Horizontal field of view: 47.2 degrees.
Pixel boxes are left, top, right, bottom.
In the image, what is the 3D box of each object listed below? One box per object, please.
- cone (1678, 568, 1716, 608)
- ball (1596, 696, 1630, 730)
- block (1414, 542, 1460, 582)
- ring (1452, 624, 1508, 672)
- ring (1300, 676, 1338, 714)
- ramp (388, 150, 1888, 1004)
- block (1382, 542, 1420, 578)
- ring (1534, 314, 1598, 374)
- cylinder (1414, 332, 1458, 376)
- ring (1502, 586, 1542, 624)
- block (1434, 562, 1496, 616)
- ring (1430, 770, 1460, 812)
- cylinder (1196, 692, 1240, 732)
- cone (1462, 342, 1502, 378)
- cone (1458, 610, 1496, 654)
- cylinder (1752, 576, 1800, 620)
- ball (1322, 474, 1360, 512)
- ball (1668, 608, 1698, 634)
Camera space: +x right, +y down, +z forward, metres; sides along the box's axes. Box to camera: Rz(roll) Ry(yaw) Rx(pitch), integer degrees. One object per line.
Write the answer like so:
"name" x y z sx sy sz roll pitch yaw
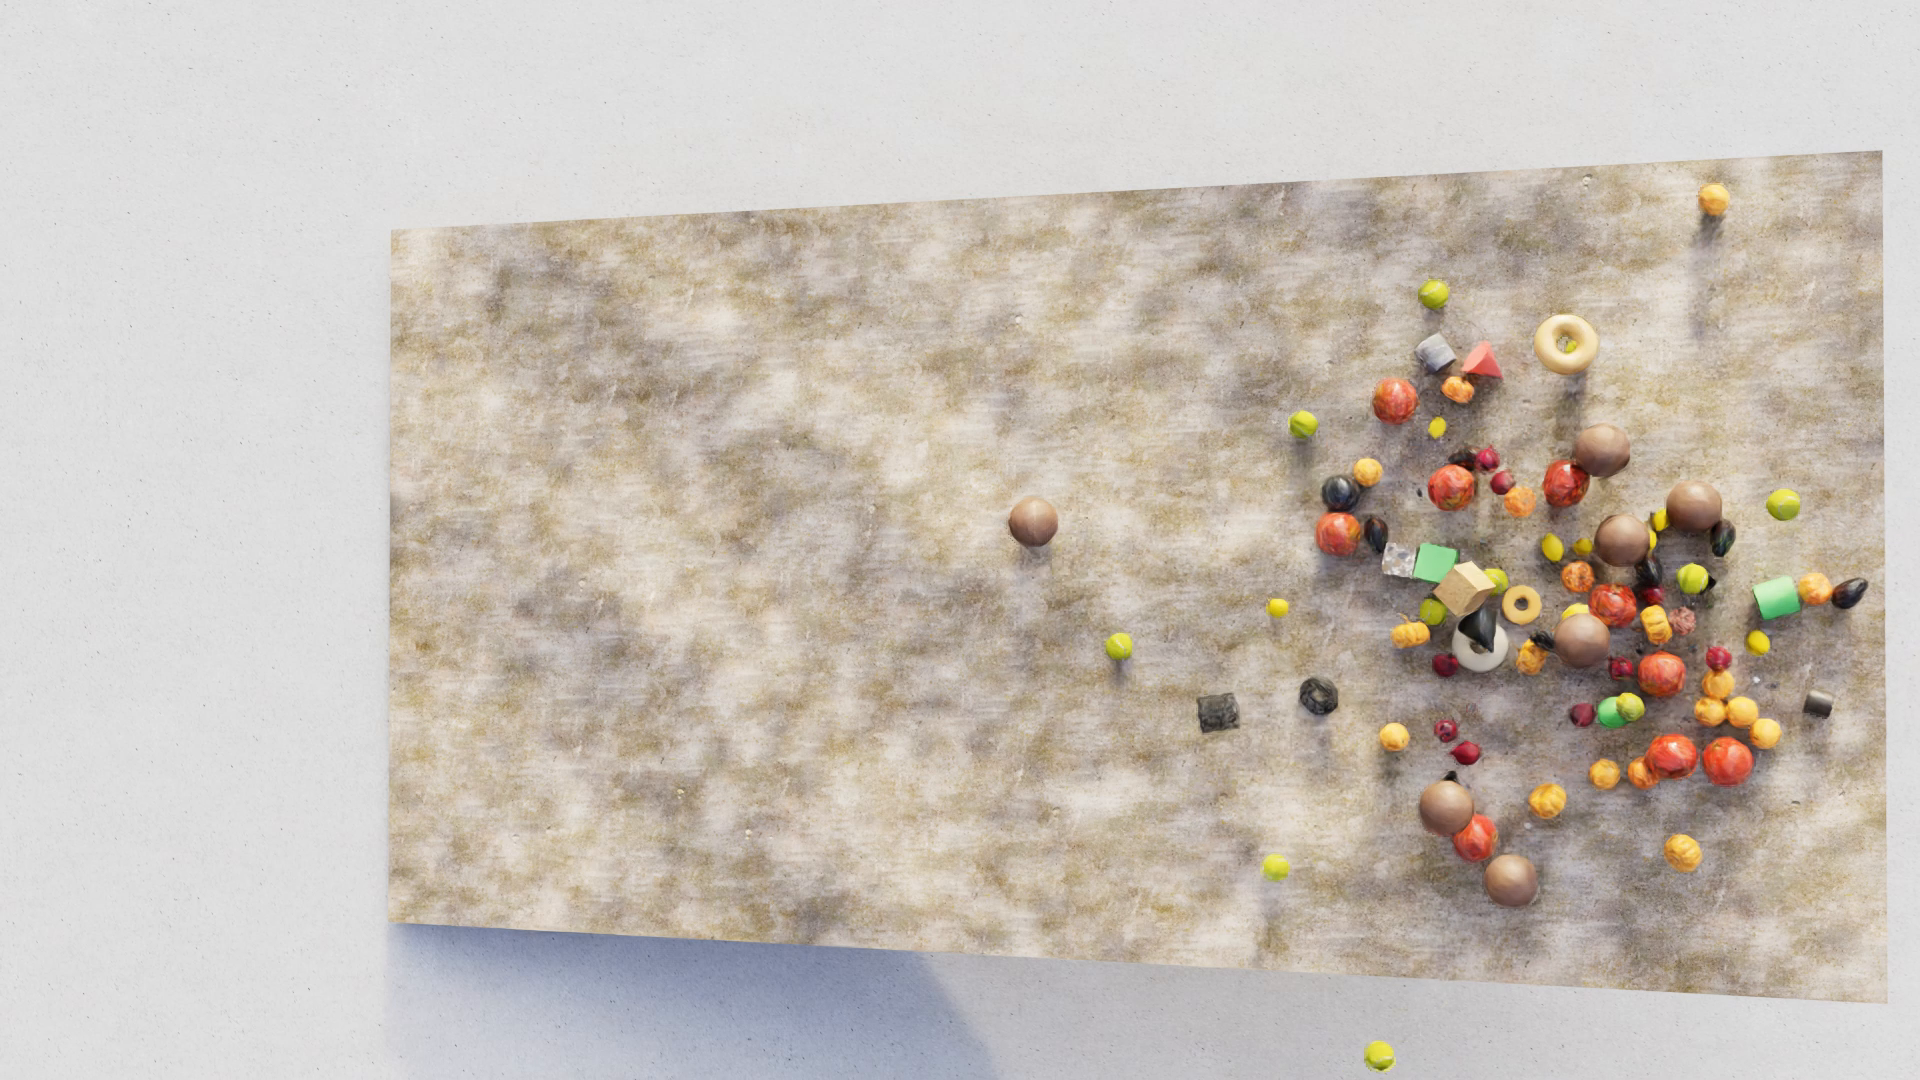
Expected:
"cone" 1.750 0.129 5.261 0.088 0.088 0.088 7 120 0
"ball" 1.568 0.415 5.275 0.077 0.077 0.077 0 89 0
"block" 1.175 0.057 5.418 0.087 0.087 0.087 15 94 17
"ring" 1.278 0.258 5.405 0.136 0.045 0.136 0 90 19
"ring" 0.901 0.390 5.513 0.102 0.034 0.102 12 112 30
"ramp" 0.275 0.093 5.800 4.000 0.100 2.000 0 89 18
"block" 1.092 0.050 5.450 0.076 0.076 0.076 10 92 17
"ring" 1.443 -0.466 5.238 0.150 0.050 0.150 -1 77 6
"cylinder" 1.175 -0.459 5.431 0.077 0.077 0.077 -36 92 0
"ring" 1.374 0.158 5.383 0.096 0.032 0.096 1 92 20
"block" 1.216 0.118 5.301 0.087 0.087 0.087 48 125 26
"ring" 1.191 0.617 5.393 0.037 0.112 0.112 28 89 3
"cylinder" 0.651 0.434 5.537 0.091 0.091 0.091 -9 89 12
"cone" 1.303 -0.424 5.409 0.091 0.091 0.091 36 89 -12
"cone" 1.270 0.236 5.314 0.098 0.098 0.098 -17 51 0
"cylinder" 1.923 0.137 5.182 0.086 0.086 0.086 -19 89 16
"ball" 0.950 -0.117 5.487 0.096 0.096 0.096 0 89 0
"ball" 1.727 0.193 5.254 0.064 0.064 0.064 0 89 0
